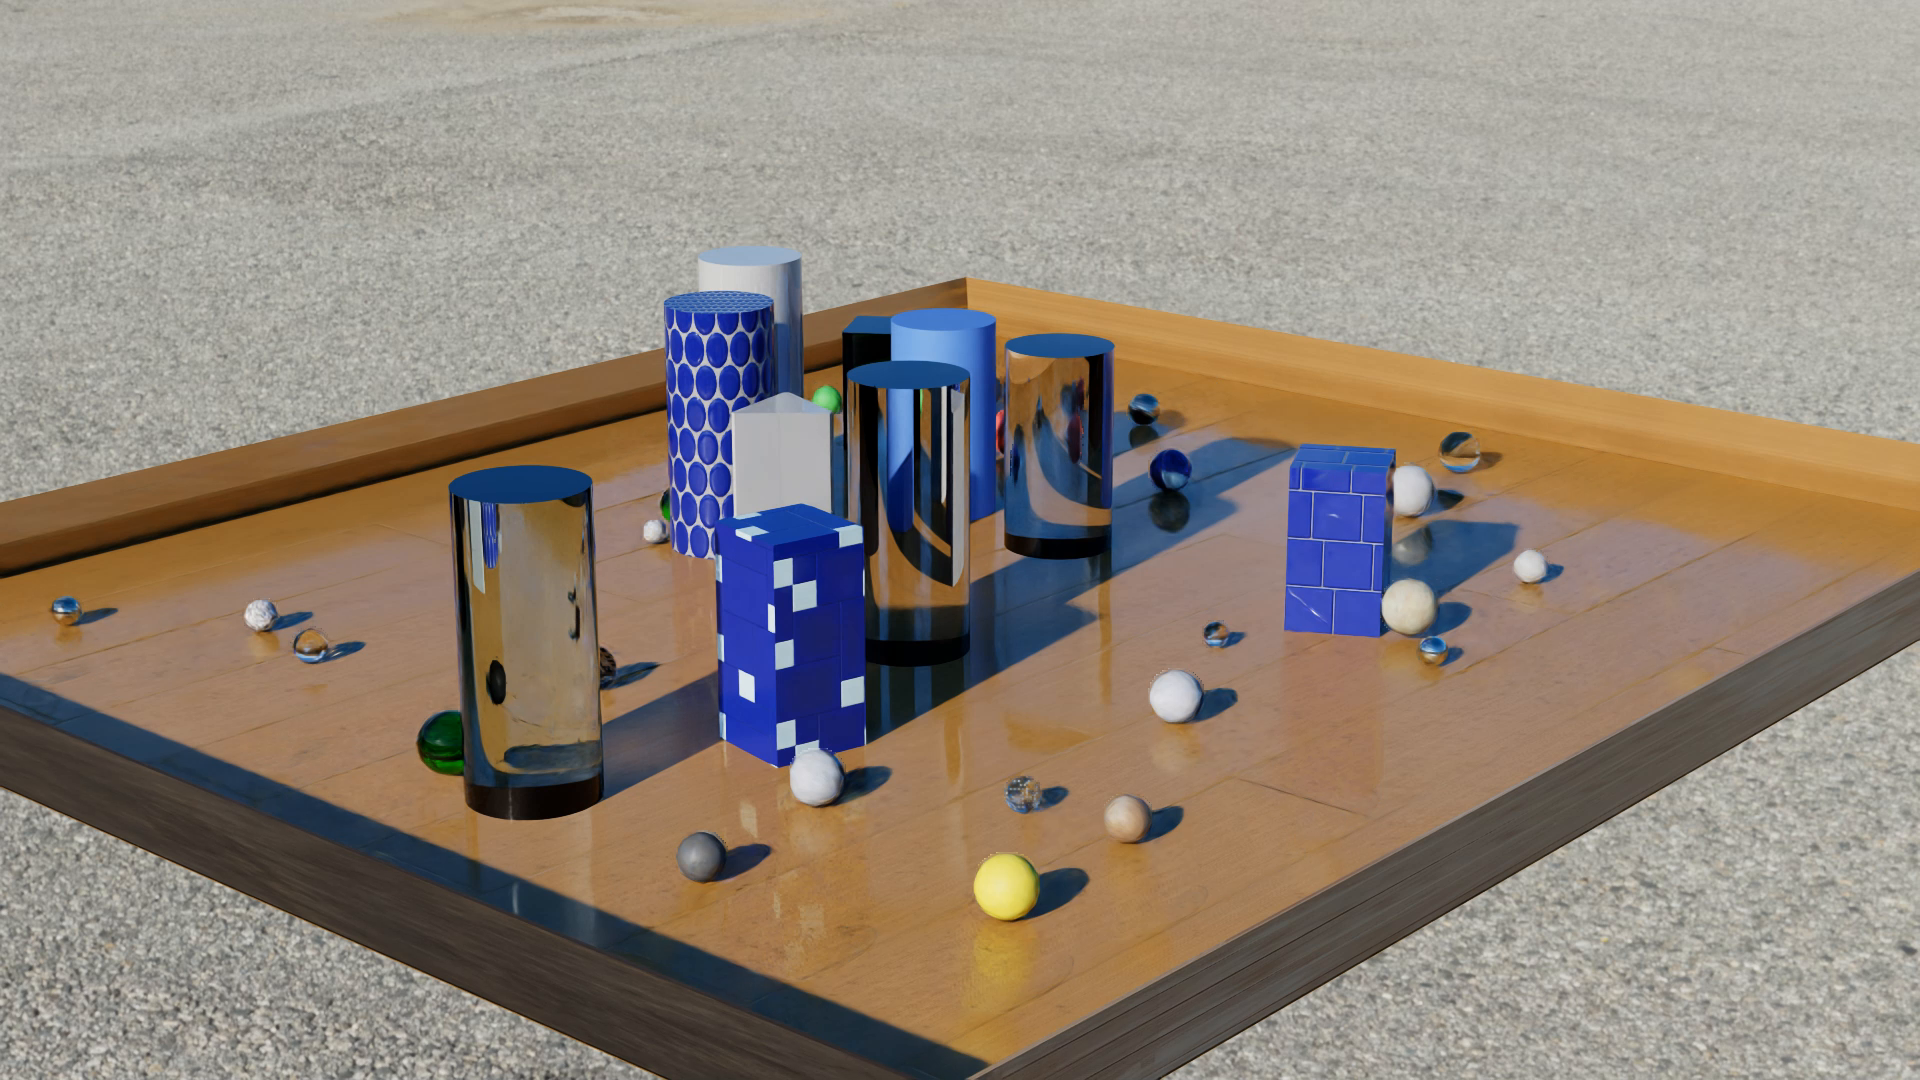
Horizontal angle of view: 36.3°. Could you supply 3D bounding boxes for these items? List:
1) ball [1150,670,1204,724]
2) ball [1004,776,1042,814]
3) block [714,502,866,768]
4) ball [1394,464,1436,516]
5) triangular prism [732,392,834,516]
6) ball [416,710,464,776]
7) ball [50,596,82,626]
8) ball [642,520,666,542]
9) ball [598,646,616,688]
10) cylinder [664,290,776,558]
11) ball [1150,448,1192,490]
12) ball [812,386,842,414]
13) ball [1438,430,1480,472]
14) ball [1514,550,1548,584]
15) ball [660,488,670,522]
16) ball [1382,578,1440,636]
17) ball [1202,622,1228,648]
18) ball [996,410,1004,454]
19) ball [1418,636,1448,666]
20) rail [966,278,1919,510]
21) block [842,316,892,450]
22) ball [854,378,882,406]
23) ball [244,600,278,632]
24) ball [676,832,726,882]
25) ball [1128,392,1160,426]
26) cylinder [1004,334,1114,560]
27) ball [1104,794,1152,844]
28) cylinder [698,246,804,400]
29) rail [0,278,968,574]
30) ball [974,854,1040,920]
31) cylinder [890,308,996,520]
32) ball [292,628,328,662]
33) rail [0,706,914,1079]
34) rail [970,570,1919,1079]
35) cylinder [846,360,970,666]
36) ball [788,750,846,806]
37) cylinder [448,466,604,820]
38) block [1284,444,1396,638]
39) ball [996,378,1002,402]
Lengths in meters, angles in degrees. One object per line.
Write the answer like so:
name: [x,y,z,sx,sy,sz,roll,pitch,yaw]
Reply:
ball: [0.333,0.242,4.511,0.082,0.082,0.082,0,17,0]
ball: [0.090,0.362,4.163,0.052,0.052,0.052,0,17,0]
block: [-0.254,0.140,4.394,0.160,0.344,0.160,-12,21,-35]
ball: [0.857,-0.094,5.597,0.099,0.099,0.099,0,17,0]
triangular prism: [-0.309,-0.091,5.210,0.173,0.316,0.150,0,17,0]
ball: [-0.748,0.297,4.302,0.096,0.096,0.096,0,17,0]
ball: [-1.516,0.120,4.971,0.051,0.051,0.051,0,17,0]
ball: [-0.565,-0.016,5.426,0.044,0.044,0.044,0,17,0]
ball: [-0.582,0.203,4.660,0.070,0.070,0.070,0,17,0]
cylinder: [-0.436,-0.212,5.370,0.200,0.456,0.200,0,17,0]
ball: [0.415,-0.138,5.771,0.083,0.083,0.083,0,17,0]
ball: [-0.287,-0.302,6.349,0.063,0.063,0.063,0,17,0]
ball: [1.005,-0.177,5.899,0.084,0.084,0.084,0,17,0]
ball: [1.011,0.047,5.196,0.059,0.059,0.059,0,17,0]
ball: [-0.527,-0.065,5.526,0.076,0.076,0.076,0,17,0]
ball: [0.752,0.112,4.897,0.096,0.096,0.096,0,17,0]
ball: [0.424,0.157,4.860,0.043,0.043,0.043,0,17,0]
ball: [0.108,-0.222,6.021,0.100,0.100,0.100,0,17,0]
ball: [0.770,0.181,4.772,0.049,0.049,0.049,0,17,0]
rail: [1.037,-0.312,6.263,2.749,0.130,0.045,14,22,39]
block: [-0.149,-0.324,6.096,0.160,0.251,0.160,3,17,9]
ball: [-0.201,-0.325,6.428,0.062,0.062,0.062,0,17,0]
ball: [-1.178,0.127,4.941,0.054,0.054,0.054,0,17,0]
ball: [-0.347,0.425,3.929,0.067,0.067,0.067,0,17,0]
ball: [0.393,-0.279,6.263,0.070,0.070,0.070,0,17,0]
cylinder: [0.181,-0.173,5.378,0.200,0.376,0.200,0,17,0]
ball: [0.233,0.386,4.059,0.067,0.067,0.067,0,17,0]
cylinder: [-0.404,-0.322,5.712,0.200,0.470,0.200,0,17,0]
rail: [-1.020,-0.223,5.968,0.045,0.130,3.211,14,22,39]
ball: [0.061,0.451,3.810,0.086,0.086,0.086,0,17,0]
cylinder: [-0.031,-0.240,5.607,0.200,0.372,0.200,0,17,0]
ball: [-1.061,0.173,4.786,0.056,0.056,0.056,0,17,0]
rail: [-1.037,0.377,3.976,2.749,0.130,0.045,14,22,39]
rail: [1.020,0.288,4.272,0.045,0.130,3.211,14,22,39]
cylinder: [-0.083,-0.045,4.799,0.200,0.465,0.200,0,17,0]
ball: [-0.204,0.340,4.188,0.081,0.081,0.081,0,17,0]
cylinder: [-0.615,0.145,4.169,0.200,0.466,0.200,0,17,0]
block: [0.644,-0.001,4.965,0.160,0.285,0.160,4,17,13]
ball: [0.056,-0.328,6.419,0.072,0.072,0.072,0,17,0]
